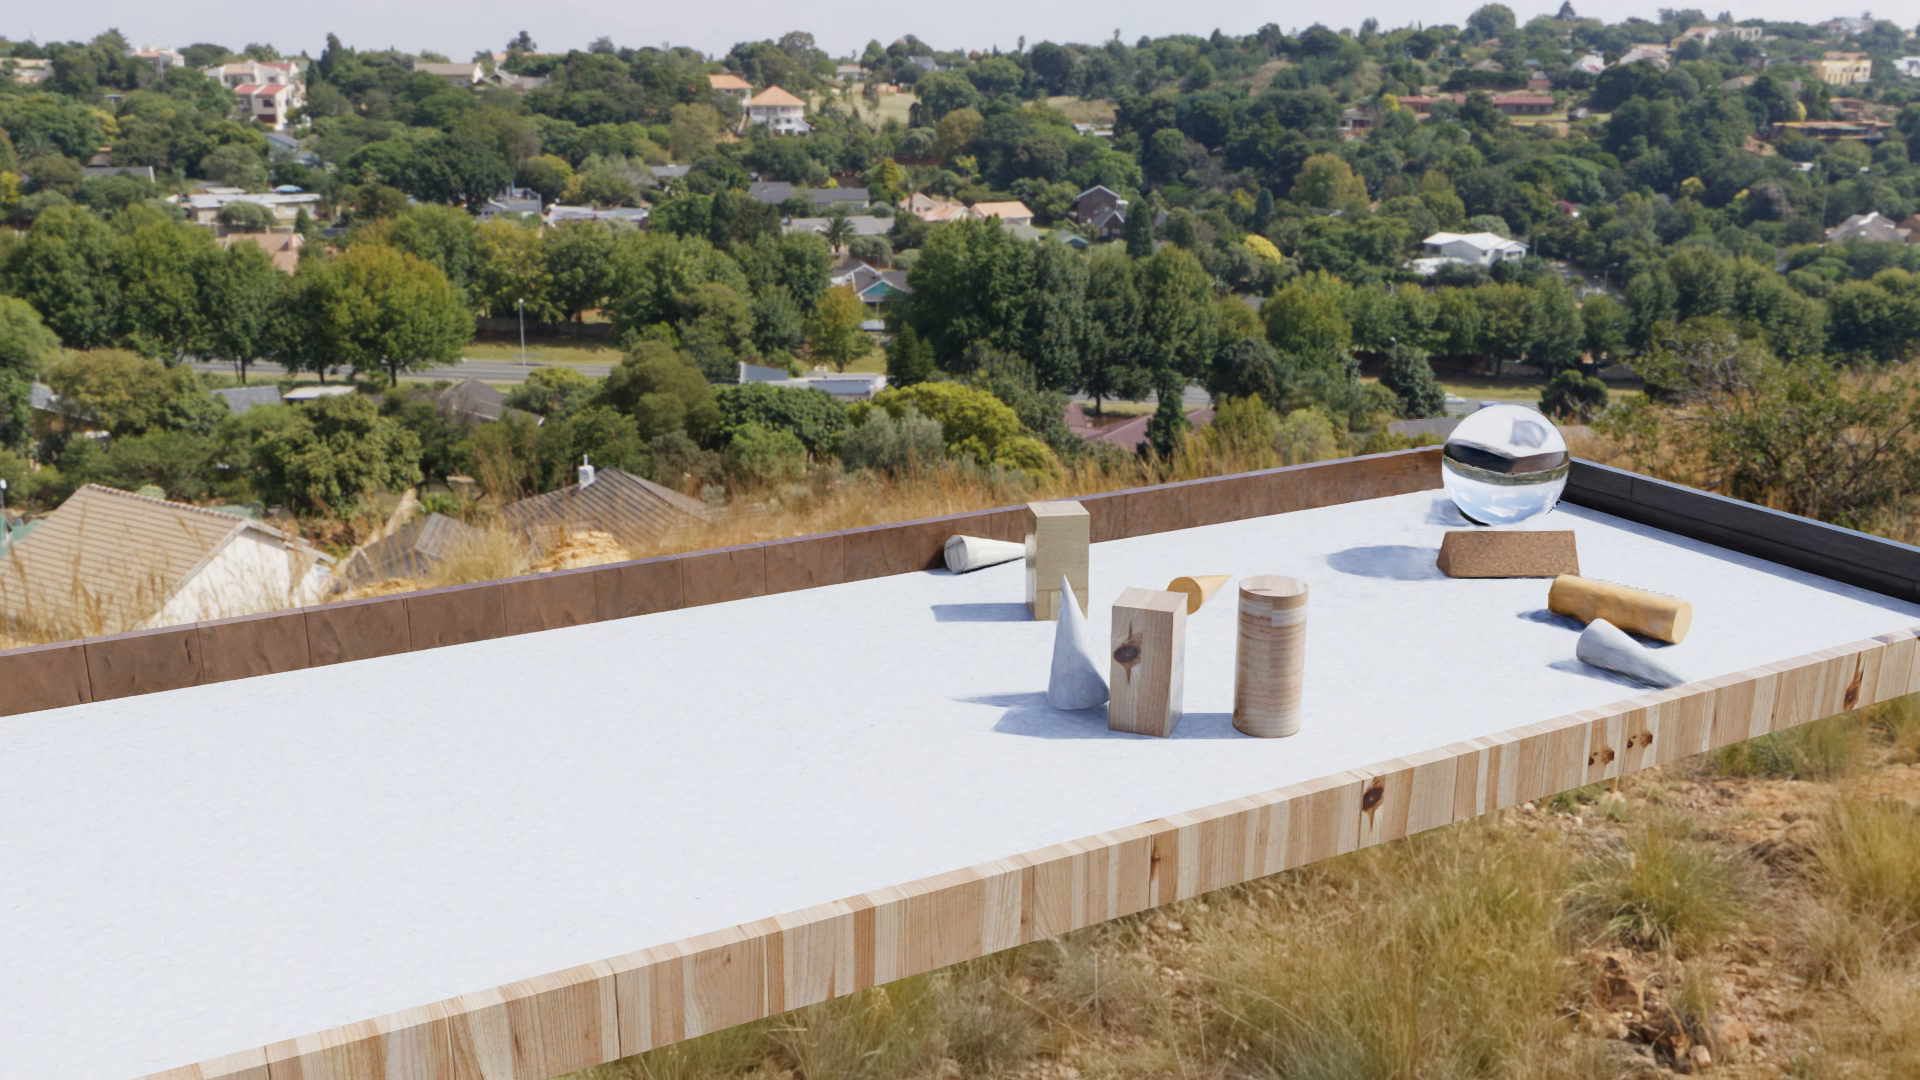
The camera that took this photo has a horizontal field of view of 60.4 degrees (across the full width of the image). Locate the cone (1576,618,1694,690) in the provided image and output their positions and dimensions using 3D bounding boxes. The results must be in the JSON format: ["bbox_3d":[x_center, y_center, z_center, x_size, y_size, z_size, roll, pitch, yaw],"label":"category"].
[{"bbox_3d":[1.751,0.339,4.092,0.123,0.123,0.439,-10,27,-32],"label":"cone"}]

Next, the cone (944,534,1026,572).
[{"bbox_3d":[0.151,0.035,5.132,0.411,0.116,0.116,-2,14,-37],"label":"cone"}]

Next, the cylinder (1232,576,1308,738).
[{"bbox_3d":[0.719,0.270,3.825,0.158,0.345,0.158,0,16,0],"label":"cylinder"}]

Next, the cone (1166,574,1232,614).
[{"bbox_3d":[0.729,0.130,4.815,0.109,0.109,0.427,9,11,27],"label":"cone"}]

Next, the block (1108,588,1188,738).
[{"bbox_3d":[0.438,0.284,3.844,0.144,0.307,0.144,6,17,19],"label":"block"}]

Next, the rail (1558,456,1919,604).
[{"bbox_3d":[2.466,-0.048,5.253,0.050,0.150,2.100,-9,18,-27],"label":"rail"}]

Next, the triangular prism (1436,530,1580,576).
[{"bbox_3d":[1.667,0.031,5.013,0.392,0.122,0.141,-1,15,-2],"label":"triangular prism"}]

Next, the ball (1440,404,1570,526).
[{"bbox_3d":[1.662,-0.229,5.033,0.373,0.373,0.373,0,16,0],"label":"ball"}]

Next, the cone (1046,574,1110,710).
[{"bbox_3d":[0.272,0.228,3.974,0.172,0.317,0.172,-9,13,2],"label":"cone"}]

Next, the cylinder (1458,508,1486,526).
[{"bbox_3d":[1.801,-0.175,5.654,0.168,0.168,0.339,6,17,19],"label":"cylinder"}]

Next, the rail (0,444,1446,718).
[{"bbox_3d":[-3.305,0.497,3.399,12.000,0.150,0.050,-9,18,-27],"label":"rail"}]

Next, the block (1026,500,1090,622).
[{"bbox_3d":[0.271,0.057,4.622,0.149,0.303,0.149,-3,17,-9],"label":"block"}]

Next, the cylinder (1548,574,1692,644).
[{"bbox_3d":[1.802,0.185,4.512,0.118,0.118,0.349,-15,22,-42],"label":"cylinder"}]

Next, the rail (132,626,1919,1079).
[{"bbox_3d":[-2.336,1.006,1.665,12.000,0.150,0.050,-9,18,-27],"label":"rail"}]
